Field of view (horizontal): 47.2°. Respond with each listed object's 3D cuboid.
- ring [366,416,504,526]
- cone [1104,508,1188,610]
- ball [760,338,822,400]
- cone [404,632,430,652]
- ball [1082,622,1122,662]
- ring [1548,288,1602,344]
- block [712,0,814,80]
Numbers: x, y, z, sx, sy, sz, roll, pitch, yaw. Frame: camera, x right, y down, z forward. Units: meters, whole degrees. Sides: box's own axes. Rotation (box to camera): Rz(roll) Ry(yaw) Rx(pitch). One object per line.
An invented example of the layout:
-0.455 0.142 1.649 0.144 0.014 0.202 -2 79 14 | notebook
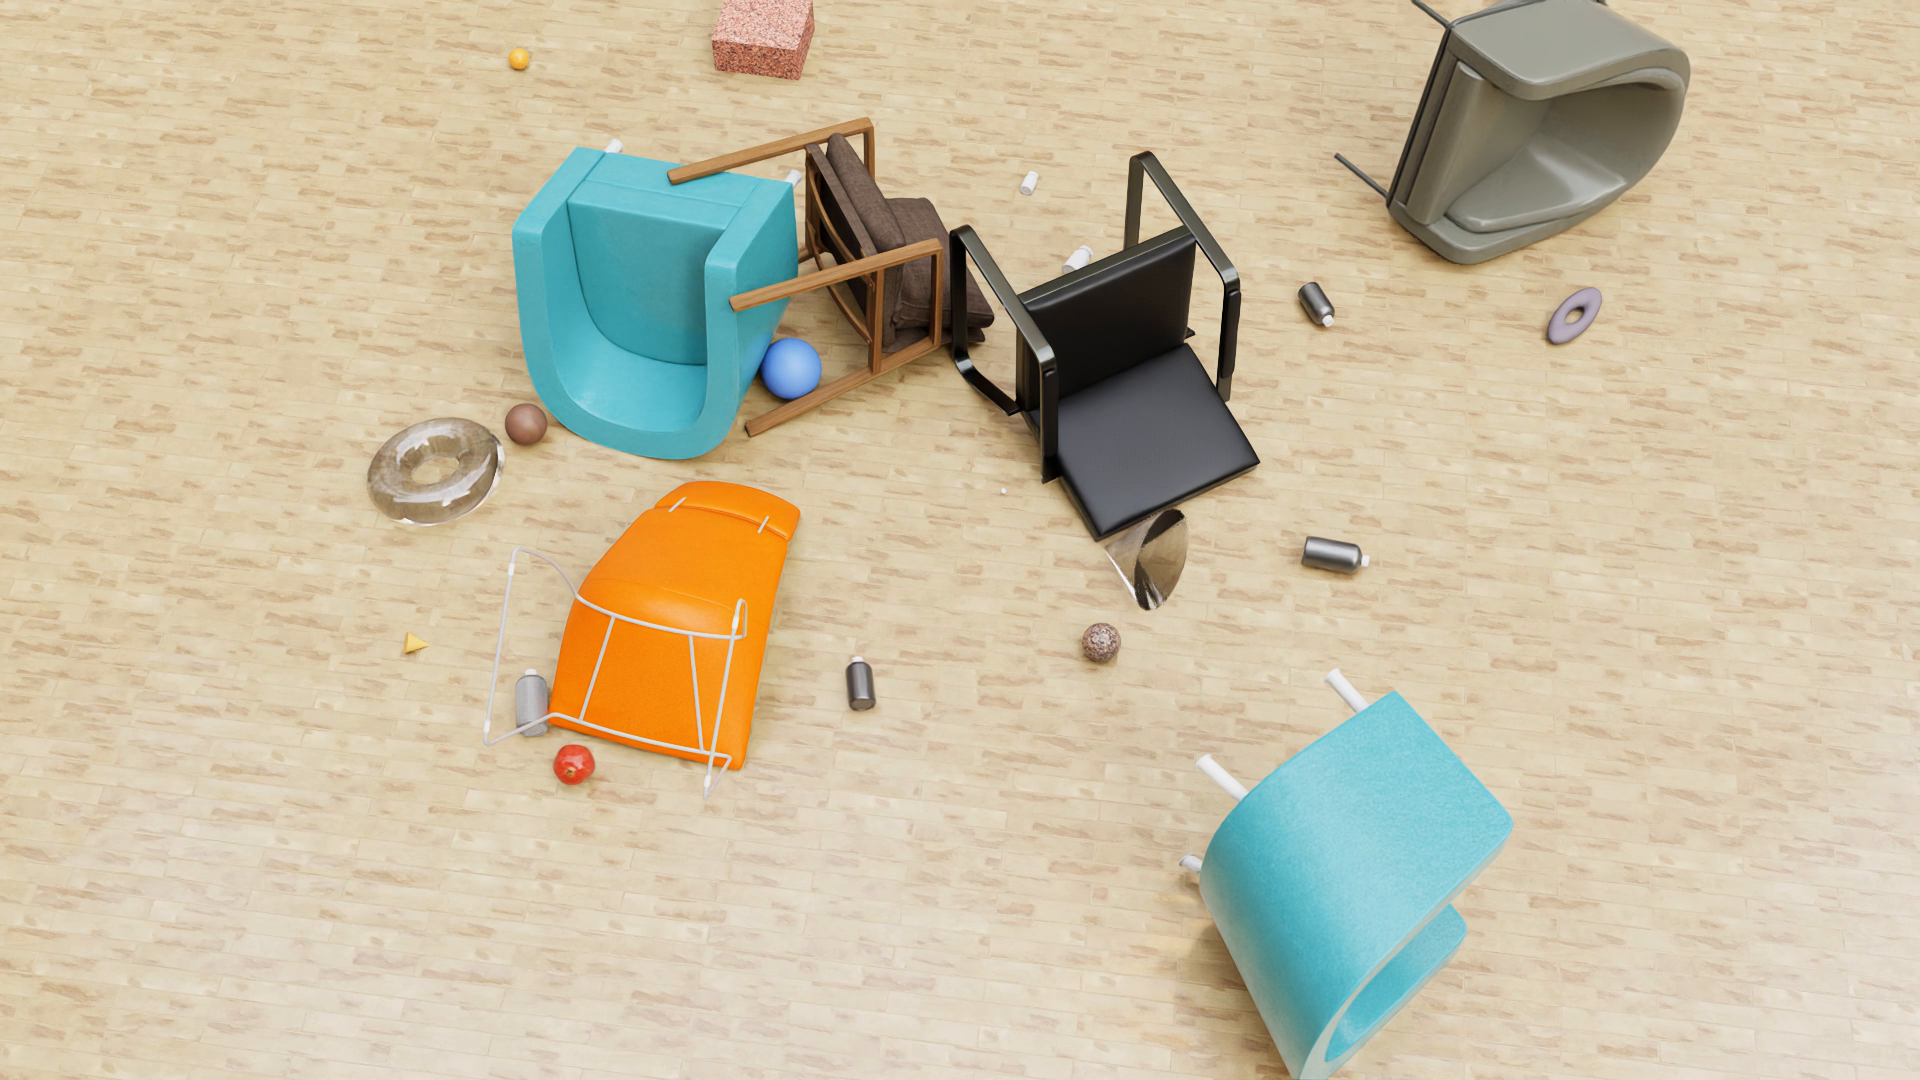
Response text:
-1.583 -0.209 6.640 0.424 0.126 0.364 -24 59 -14 | ring
0.507 0.039 6.484 0.224 0.223 0.312 12 76 43 | cone
-0.524 -0.532 6.815 0.192 0.192 0.192 0 56 0 | ball
-1.566 0.300 6.356 0.070 0.061 0.060 8 13 -23 | cone
0.406 0.293 6.309 0.113 0.113 0.113 0 56 0 | ball
1.964 -0.717 7.026 0.114 0.050 0.280 35 62 20 | ring
-0.684 -1.764 7.672 0.301 0.142 0.258 8 57 5 | block
